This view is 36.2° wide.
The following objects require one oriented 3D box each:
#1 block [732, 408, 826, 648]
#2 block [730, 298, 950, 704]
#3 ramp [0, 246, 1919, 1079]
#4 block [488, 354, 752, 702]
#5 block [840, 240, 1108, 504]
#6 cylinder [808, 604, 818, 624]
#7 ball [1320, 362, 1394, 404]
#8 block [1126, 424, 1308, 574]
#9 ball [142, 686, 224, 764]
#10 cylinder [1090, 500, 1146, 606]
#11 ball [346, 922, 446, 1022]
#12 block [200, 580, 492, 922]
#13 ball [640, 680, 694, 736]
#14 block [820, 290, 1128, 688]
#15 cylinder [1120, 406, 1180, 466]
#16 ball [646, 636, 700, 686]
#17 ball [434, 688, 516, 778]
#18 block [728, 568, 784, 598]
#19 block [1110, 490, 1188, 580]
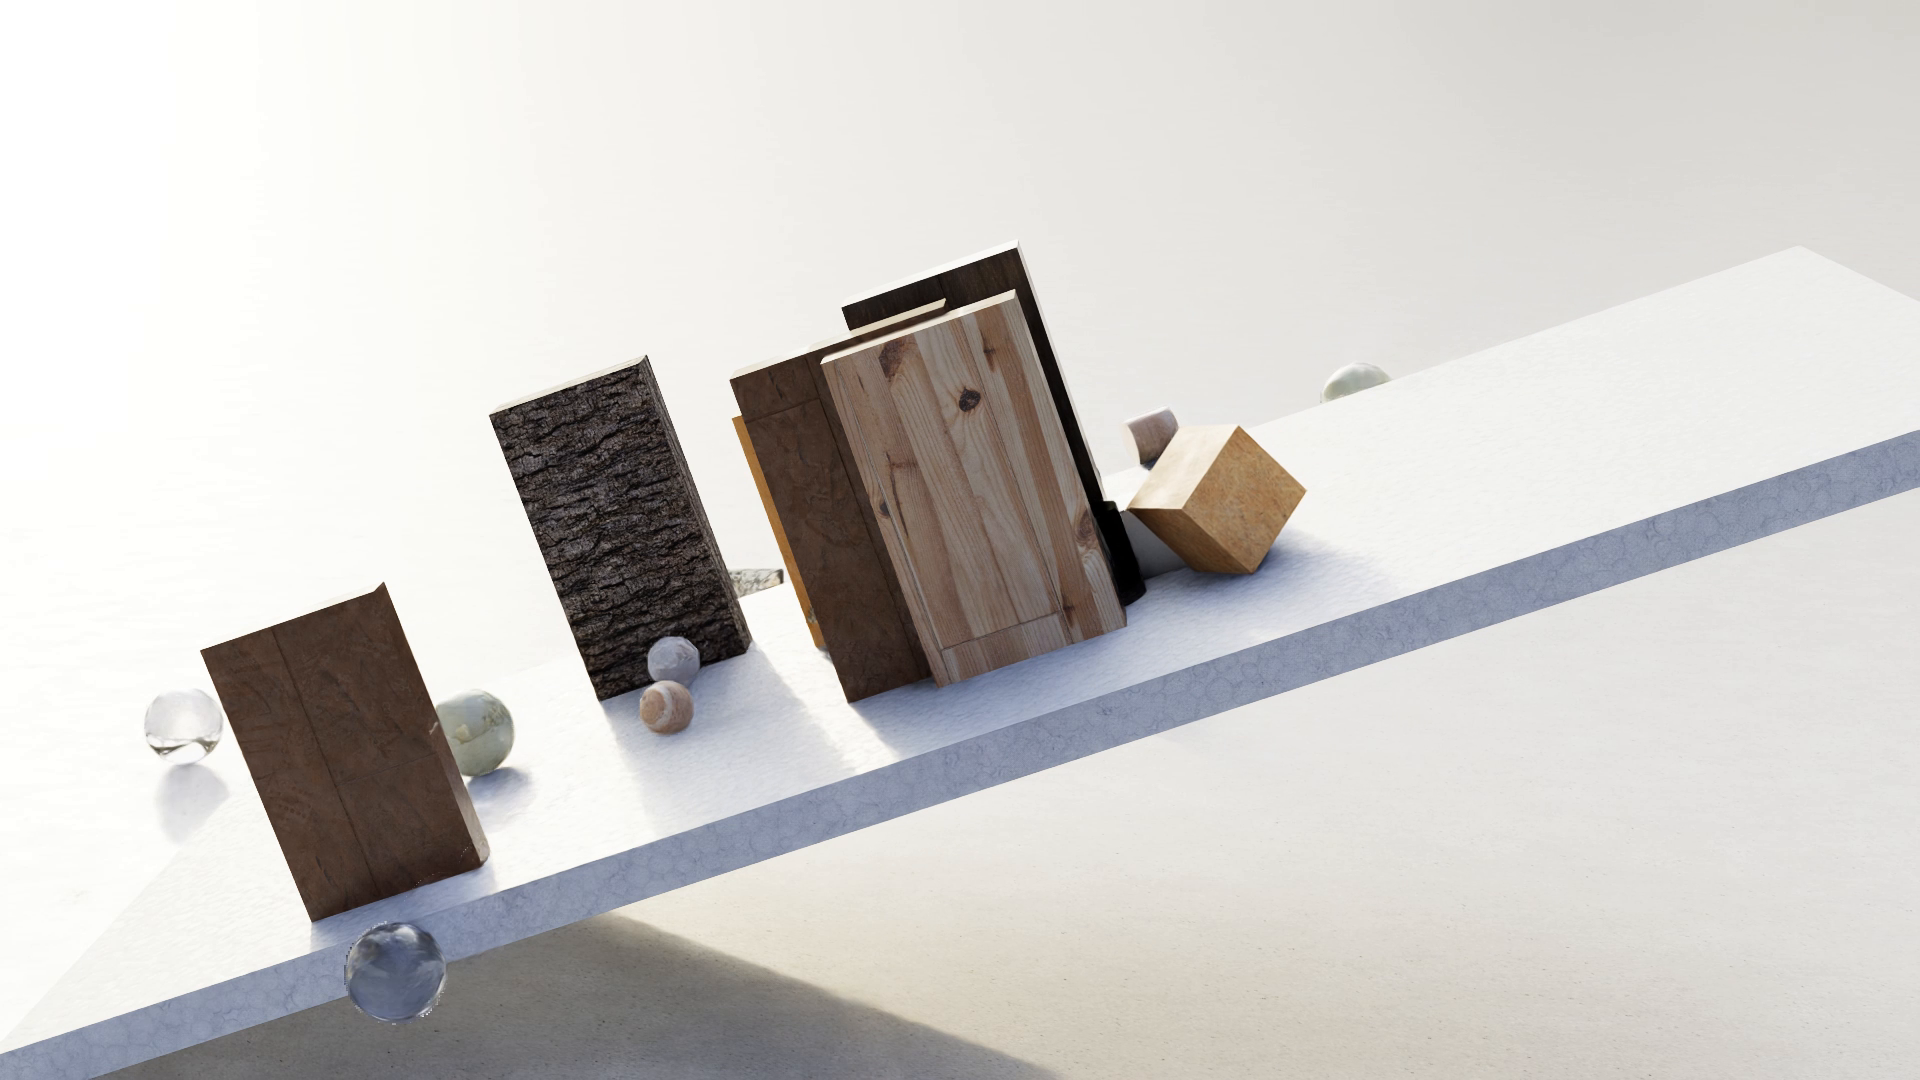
[{"bbox_3d":[-0.261,-0.074,6.484,0.308,0.543,0.118,-18,11,6],"label":"block"},{"bbox_3d":[-0.127,-0.075,5.858,0.445,0.694,0.119,-18,11,6],"label":"block"},{"bbox_3d":[0.109,0.179,6.303,4.000,0.100,2.000,-18,11,6],"label":"ramp"},{"bbox_3d":[-0.770,-0.026,6.711,0.361,0.704,0.139,-18,11,6],"label":"block"},{"bbox_3d":[0.059,-0.207,6.079,0.377,0.733,0.147,-18,11,6],"label":"block"},{"bbox_3d":[-0.232,0.111,6.377,0.164,0.164,0.164,10,13,1],"label":"cylinder"},{"bbox_3d":[1.001,-0.346,7.350,0.196,0.196,0.196,0,12,0],"label":"ball"},{"bbox_3d":[0.511,-0.081,5.858,0.210,0.210,0.210,41,-17,-22],"label":"block"},{"bbox_3d":[-2.038,0.486,7.722,0.207,0.207,0.207,0,12,0],"label":"ball"},{"bbox_3d":[0.257,0.043,5.945,0.190,0.190,0.190,-19,11,4],"label":"cylinder"},{"bbox_3d":[-1.013,0.776,5.286,0.177,0.177,0.177,0,12,0],"label":"ball"},{"bbox_3d":[-1.175,0.408,5.642,0.356,0.572,0.090,-18,11,6],"label":"block"},{"bbox_3d":[-0.613,0.351,6.152,0.114,0.114,0.114,0,12,0],"label":"ball"},{"bbox_3d":[0.032,-0.098,5.738,0.391,0.679,0.131,-18,11,6],"label":"block"},{"bbox_3d":[0.471,-0.256,7.238,0.117,0.117,0.117,-20,16,-10],"label":"cylinder"},{"bbox_3d":[-0.639,0.273,6.562,0.119,0.119,0.119,0,12,0],"label":"ball"},{"bbox_3d":[-1.064,0.419,6.393,0.194,0.194,0.194,0,12,0],"label":"ball"},{"bbox_3d":[-0.649,0.189,9.006,0.201,0.201,0.201,-2,0,-9],"label":"block"},{"bbox_3d":[0.405,-0.021,6.099,0.153,0.153,0.153,-18,11,6],"label":"block"}]
